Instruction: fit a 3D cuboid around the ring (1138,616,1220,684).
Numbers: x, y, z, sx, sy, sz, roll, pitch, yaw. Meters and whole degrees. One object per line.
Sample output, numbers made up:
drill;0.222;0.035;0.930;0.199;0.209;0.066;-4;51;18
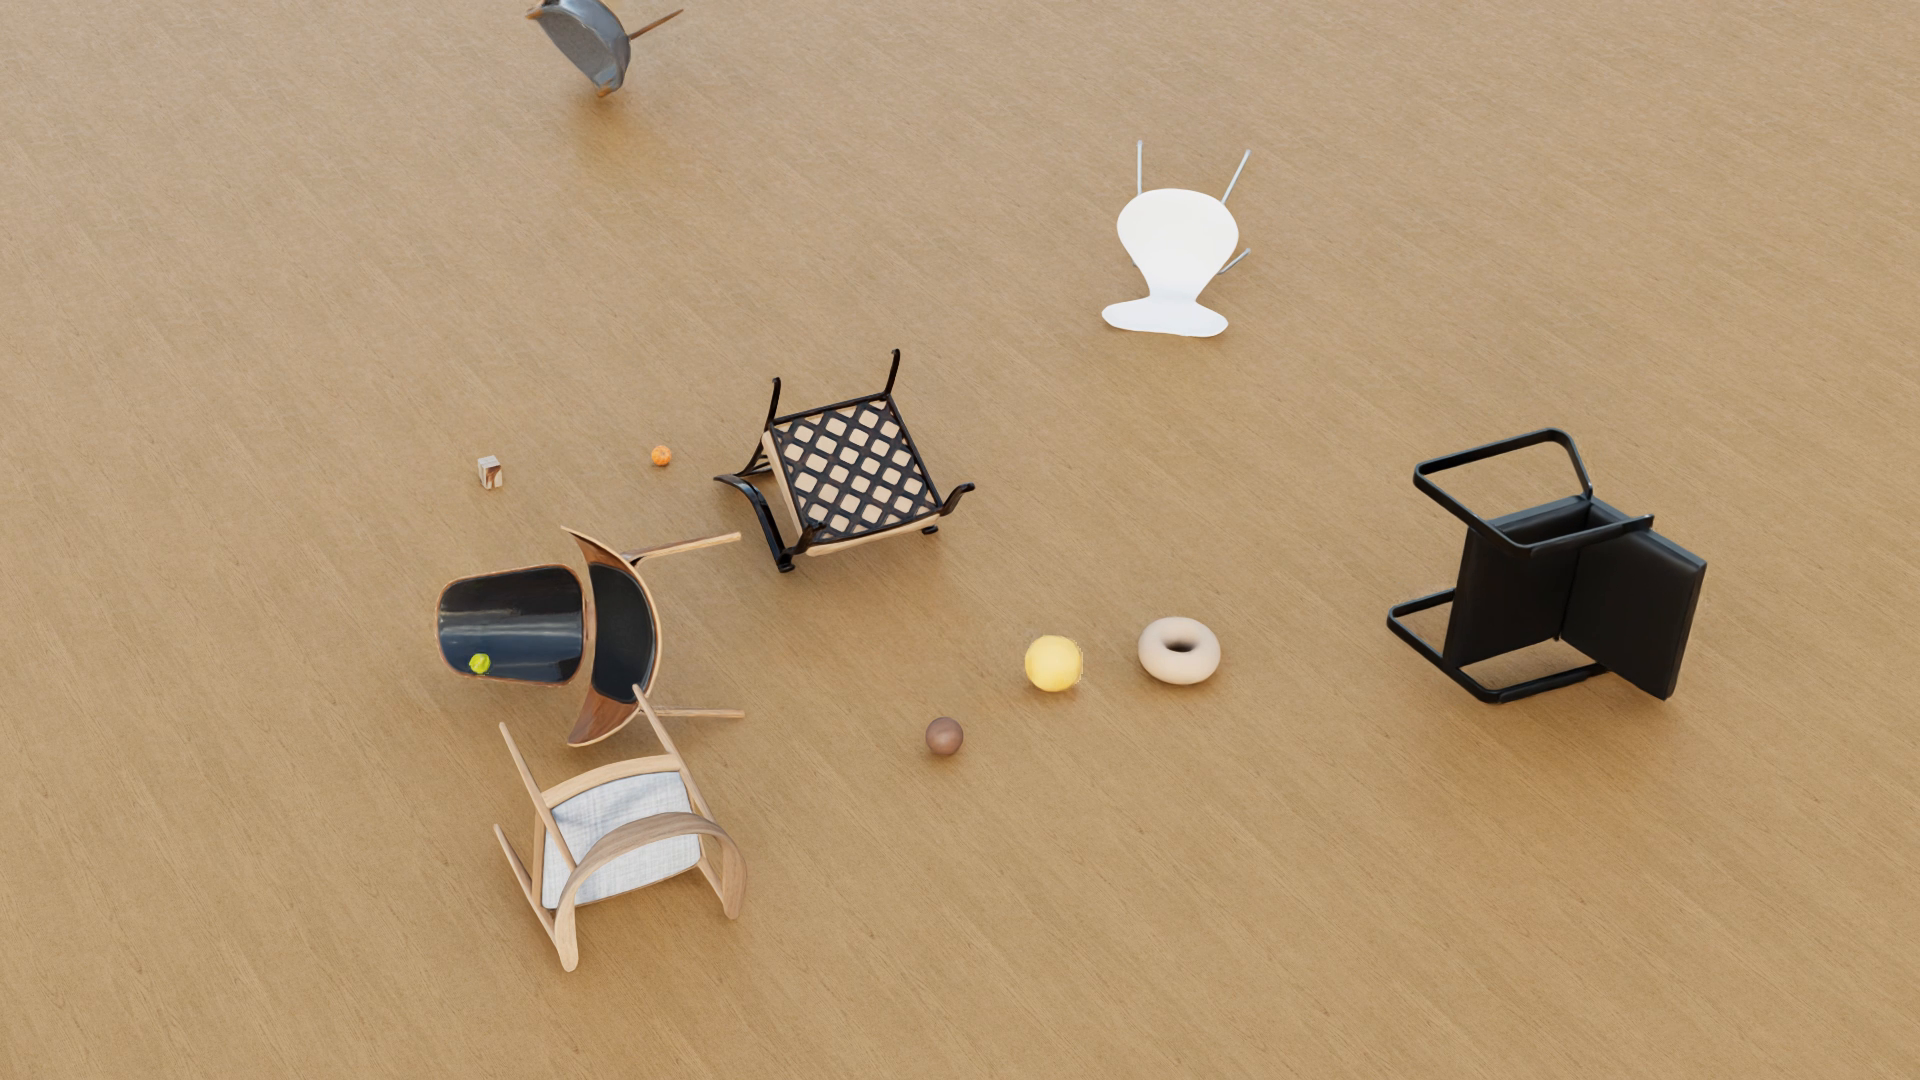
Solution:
ring;0.766;0.386;10.256;0.288;0.114;0.333;-7;33;-10

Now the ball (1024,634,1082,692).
ball;0.321;0.425;10.120;0.197;0.197;0.197;0;33;0

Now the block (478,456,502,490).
block;-1.803;-0.259;11.251;0.066;0.095;0.075;-16;37;-23
